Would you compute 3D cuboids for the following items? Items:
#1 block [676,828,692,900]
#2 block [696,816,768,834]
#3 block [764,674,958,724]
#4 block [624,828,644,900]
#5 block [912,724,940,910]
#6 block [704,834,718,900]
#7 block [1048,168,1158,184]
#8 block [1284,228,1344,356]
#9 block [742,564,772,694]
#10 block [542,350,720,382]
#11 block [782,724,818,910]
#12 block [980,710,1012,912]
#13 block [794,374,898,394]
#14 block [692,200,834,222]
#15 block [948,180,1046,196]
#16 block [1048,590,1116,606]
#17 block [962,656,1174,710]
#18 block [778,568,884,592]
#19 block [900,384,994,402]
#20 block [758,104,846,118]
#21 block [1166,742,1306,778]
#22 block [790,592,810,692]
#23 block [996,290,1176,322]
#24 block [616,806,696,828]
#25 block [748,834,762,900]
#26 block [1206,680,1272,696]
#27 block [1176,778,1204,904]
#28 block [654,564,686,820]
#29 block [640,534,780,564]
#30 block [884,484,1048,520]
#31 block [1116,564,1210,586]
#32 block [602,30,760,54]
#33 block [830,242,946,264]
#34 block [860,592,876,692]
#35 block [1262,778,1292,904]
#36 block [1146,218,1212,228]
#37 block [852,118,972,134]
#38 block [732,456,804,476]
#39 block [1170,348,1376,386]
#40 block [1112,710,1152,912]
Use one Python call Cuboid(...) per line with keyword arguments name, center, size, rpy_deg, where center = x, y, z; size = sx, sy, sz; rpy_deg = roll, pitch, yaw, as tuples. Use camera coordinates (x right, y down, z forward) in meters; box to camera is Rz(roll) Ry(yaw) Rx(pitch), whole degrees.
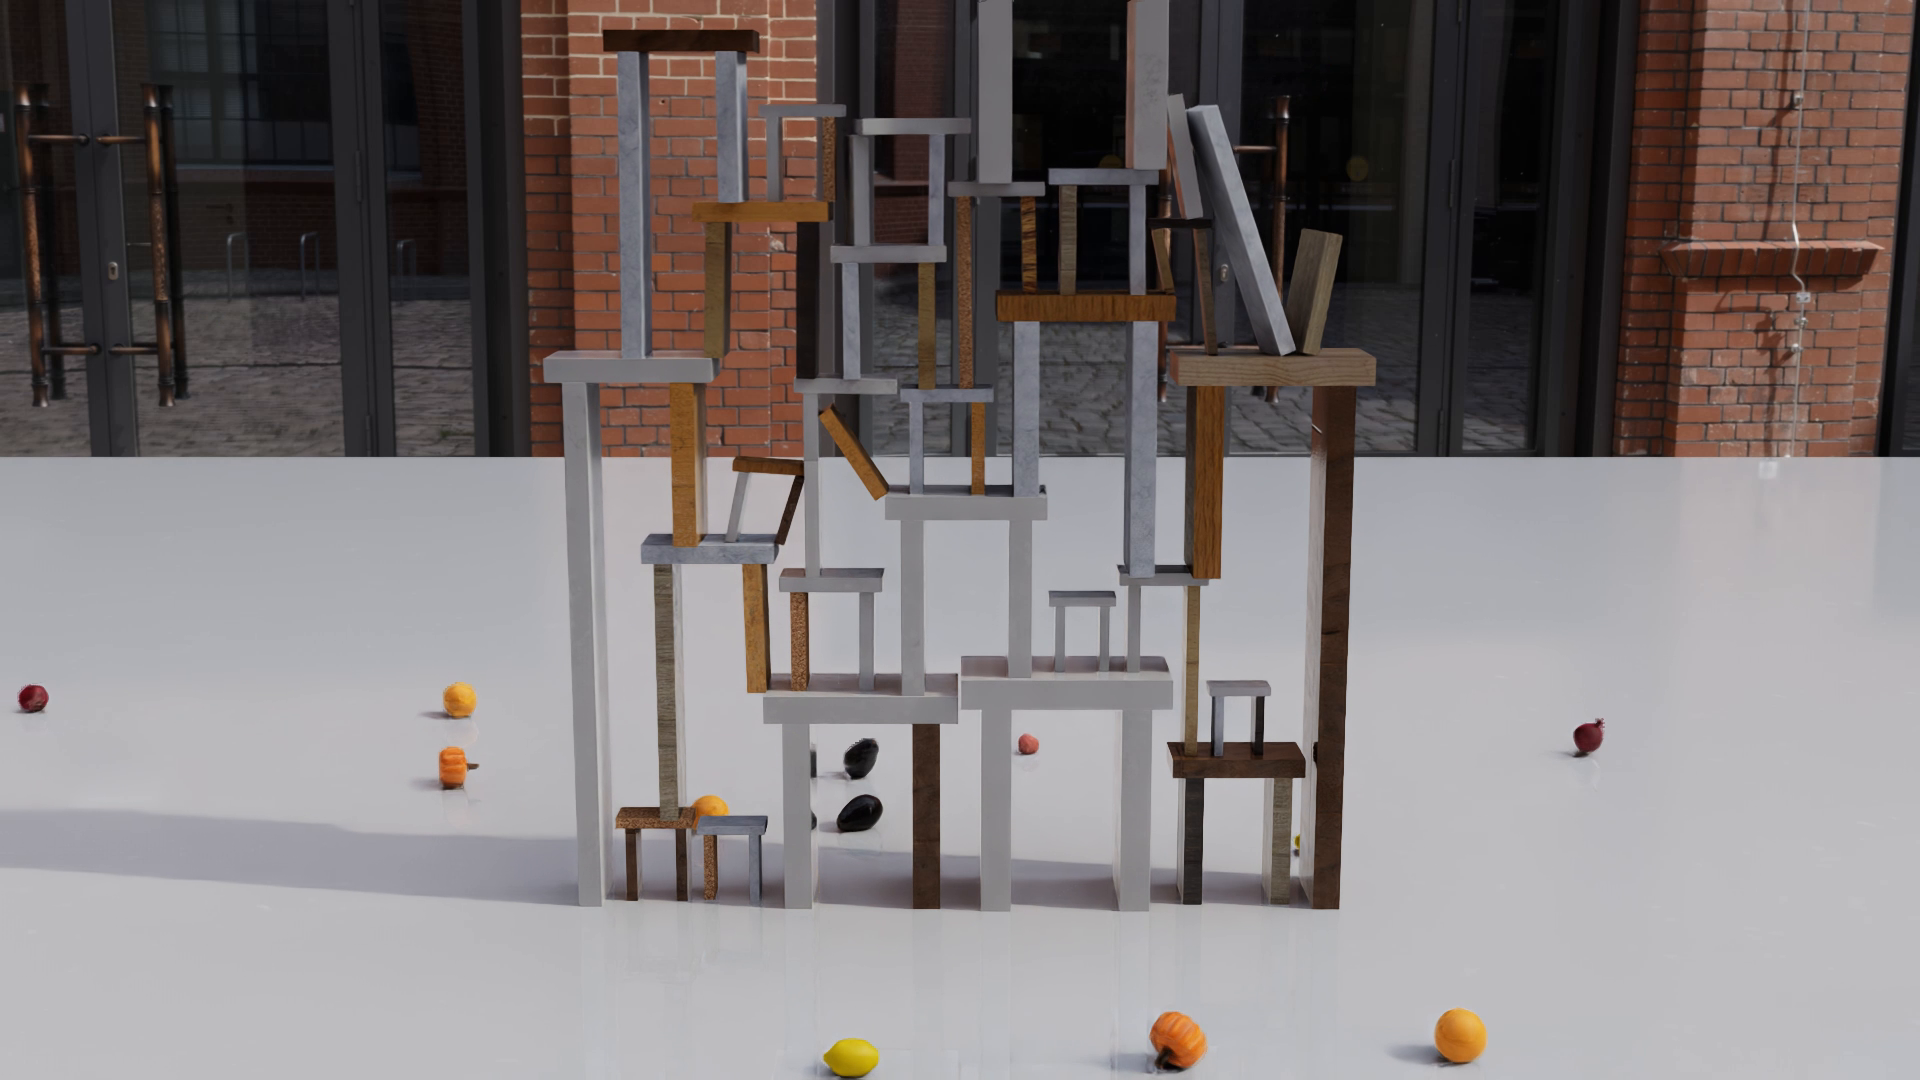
Cuboid(name="block", center=(-0.459, 0.530, 3.653), size=(0.018, 0.124, 0.062), rpy_deg=(0, 11, 0))
Cuboid(name="block", center=(-0.377, 0.473, 3.646), size=(0.112, 0.016, 0.056), rpy_deg=(0, 11, 0))
Cuboid(name="block", center=(-0.160, 0.259, 3.612), size=(0.313, 0.044, 0.157), rpy_deg=(0, 11, 0))
Cuboid(name="block", center=(-0.541, 0.530, 3.653), size=(0.018, 0.124, 0.062), rpy_deg=(0, 11, 0))
Cuboid(name="block", center=(-0.055, 0.436, 3.643), size=(0.044, 0.313, 0.157), rpy_deg=(0, 11, -1))
Cuboid(name="block", center=(-0.414, 0.535, 3.657), size=(0.016, 0.112, 0.056), rpy_deg=(0, 11, 0))
Cuboid(name="block", center=(0.224, -0.571, 3.452), size=(0.170, 0.024, 0.085), rpy_deg=(0, 11, 0))
Cuboid(name="block", center=(0.556, -0.395, 3.490), size=(0.027, 0.191, 0.095), rpy_deg=(7, 10, -18))
Cuboid(name="block", center=(-0.331, 0.133, 3.589), size=(0.030, 0.212, 0.106), rpy_deg=(-1, 11, 0))
Cuboid(name="block", center=(-0.522, -0.277, 3.511), size=(0.263, 0.037, 0.131), rpy_deg=(0, 11, 0))
Cuboid(name="block", center=(-0.264, 0.435, 3.644), size=(0.044, 0.313, 0.157), rpy_deg=(0, 11, 0))
Cuboid(name="block", center=(0.058, 0.423, 3.638), size=(0.048, 0.339, 0.170), rpy_deg=(0, 11, 0))
Cuboid(name="block", center=(-0.181, -0.250, 3.508), size=(0.163, 0.023, 0.081), rpy_deg=(1, 11, 0))
Cuboid(name="block", center=(-0.309, -0.519, 3.467), size=(0.212, 0.030, 0.106), rpy_deg=(0, 10, 2))
Cuboid(name="block", center=(0.057, -0.553, 3.459), size=(0.152, 0.022, 0.076), rpy_deg=(0, 11, 0))
Cuboid(name="block", center=(0.198, 0.095, 3.578), size=(0.108, 0.015, 0.054), rpy_deg=(0, 11, 0))
Cuboid(name="block", center=(0.171, 0.233, 3.602), size=(0.339, 0.048, 0.170), rpy_deg=(0, 11, 0))
Cuboid(name="block", center=(-0.207, 0.065, 3.566), size=(0.166, 0.023, 0.083), rpy_deg=(0, 11, 1))
Cuboid(name="block", center=(-0.021, -0.235, 3.514), size=(0.148, 0.021, 0.074), rpy_deg=(0, 11, 1))
Cuboid(name="block", center=(-0.246, -0.671, 3.438), size=(0.131, 0.018, 0.065), rpy_deg=(0, 11, 2))
Cuboid(name="block", center=(0.454, 0.363, 3.627), size=(0.216, 0.031, 0.108), rpy_deg=(0, 11, 0))
Cuboid(name="block", center=(-0.261, 0.157, 3.591), size=(0.023, 0.166, 0.083), rpy_deg=(0, 11, 0))
Cuboid(name="block", center=(0.197, -0.373, 3.492), size=(0.278, 0.039, 0.139), rpy_deg=(0, 11, 0))
Cuboid(name="block", center=(-0.503, 0.460, 3.641), size=(0.124, 0.018, 0.062), rpy_deg=(0, 11, 0))
Cuboid(name="block", center=(-0.340, 0.535, 3.657), size=(0.016, 0.112, 0.056), rpy_deg=(0, 11, 0))
Cuboid(name="block", center=(0.456, 0.243, 3.602), size=(0.100, 0.014, 0.050), rpy_deg=(0, 11, -1))
Cuboid(name="block", center=(0.382, 0.484, 3.649), size=(0.031, 0.216, 0.108), rpy_deg=(0, 11, 0))
Cuboid(name="block", center=(-0.475, 0.239, 3.609), size=(0.030, 0.428, 0.106), rpy_deg=(0, 11, 1))
Cuboid(name="block", center=(-0.404, 0.014, 3.567), size=(0.212, 0.030, 0.106), rpy_deg=(0, 11, 0))
Cuboid(name="block", center=(0.010, -0.061, 3.544), size=(0.257, 0.036, 0.129), rpy_deg=(0, 11, 0))
Cuboid(name="block", center=(0.329, 0.057, 3.574), size=(0.144, 0.020, 0.072), rpy_deg=(0, 11, 0))
Cuboid(name="block", center=(-0.431, -0.773, 3.412), size=(0.229, 0.032, 0.114), rpy_deg=(0, 11, 0))
Cuboid(name="block", center=(-0.112, -0.454, 3.474), size=(0.182, 0.026, 0.091), rpy_deg=(0, 11, 0))
Cuboid(name="block", center=(-0.151, 0.156, 3.591), size=(0.023, 0.166, 0.083), rpy_deg=(0, 11, 0))
Cuboid(name="block", center=(0.526, 0.484, 3.650), size=(0.031, 0.216, 0.108), rpy_deg=(0, 11, 0))
Cuboid(name="block", center=(0.344, -0.500, 3.469), size=(0.102, 0.014, 0.051), rpy_deg=(0, 11, -1))
Cuboid(name="block", center=(-0.075, -0.645, 3.428), size=(0.171, 0.024, 0.086), rpy_deg=(-3, 11, -13))
Cuboid(name="block", center=(-0.306, -0.120, 3.541), size=(0.115, 0.016, 0.058), rpy_deg=(4, 11, -1))
Cuboid(name="block", center=(0.495, -0.277, 3.509), size=(0.308, 0.044, 0.154), rpy_deg=(0, 11, 0))
Cuboid(name="block", center=(0.285, 0.423, 3.638), size=(0.048, 0.339, 0.170), rpy_deg=(0, 11, 0))
